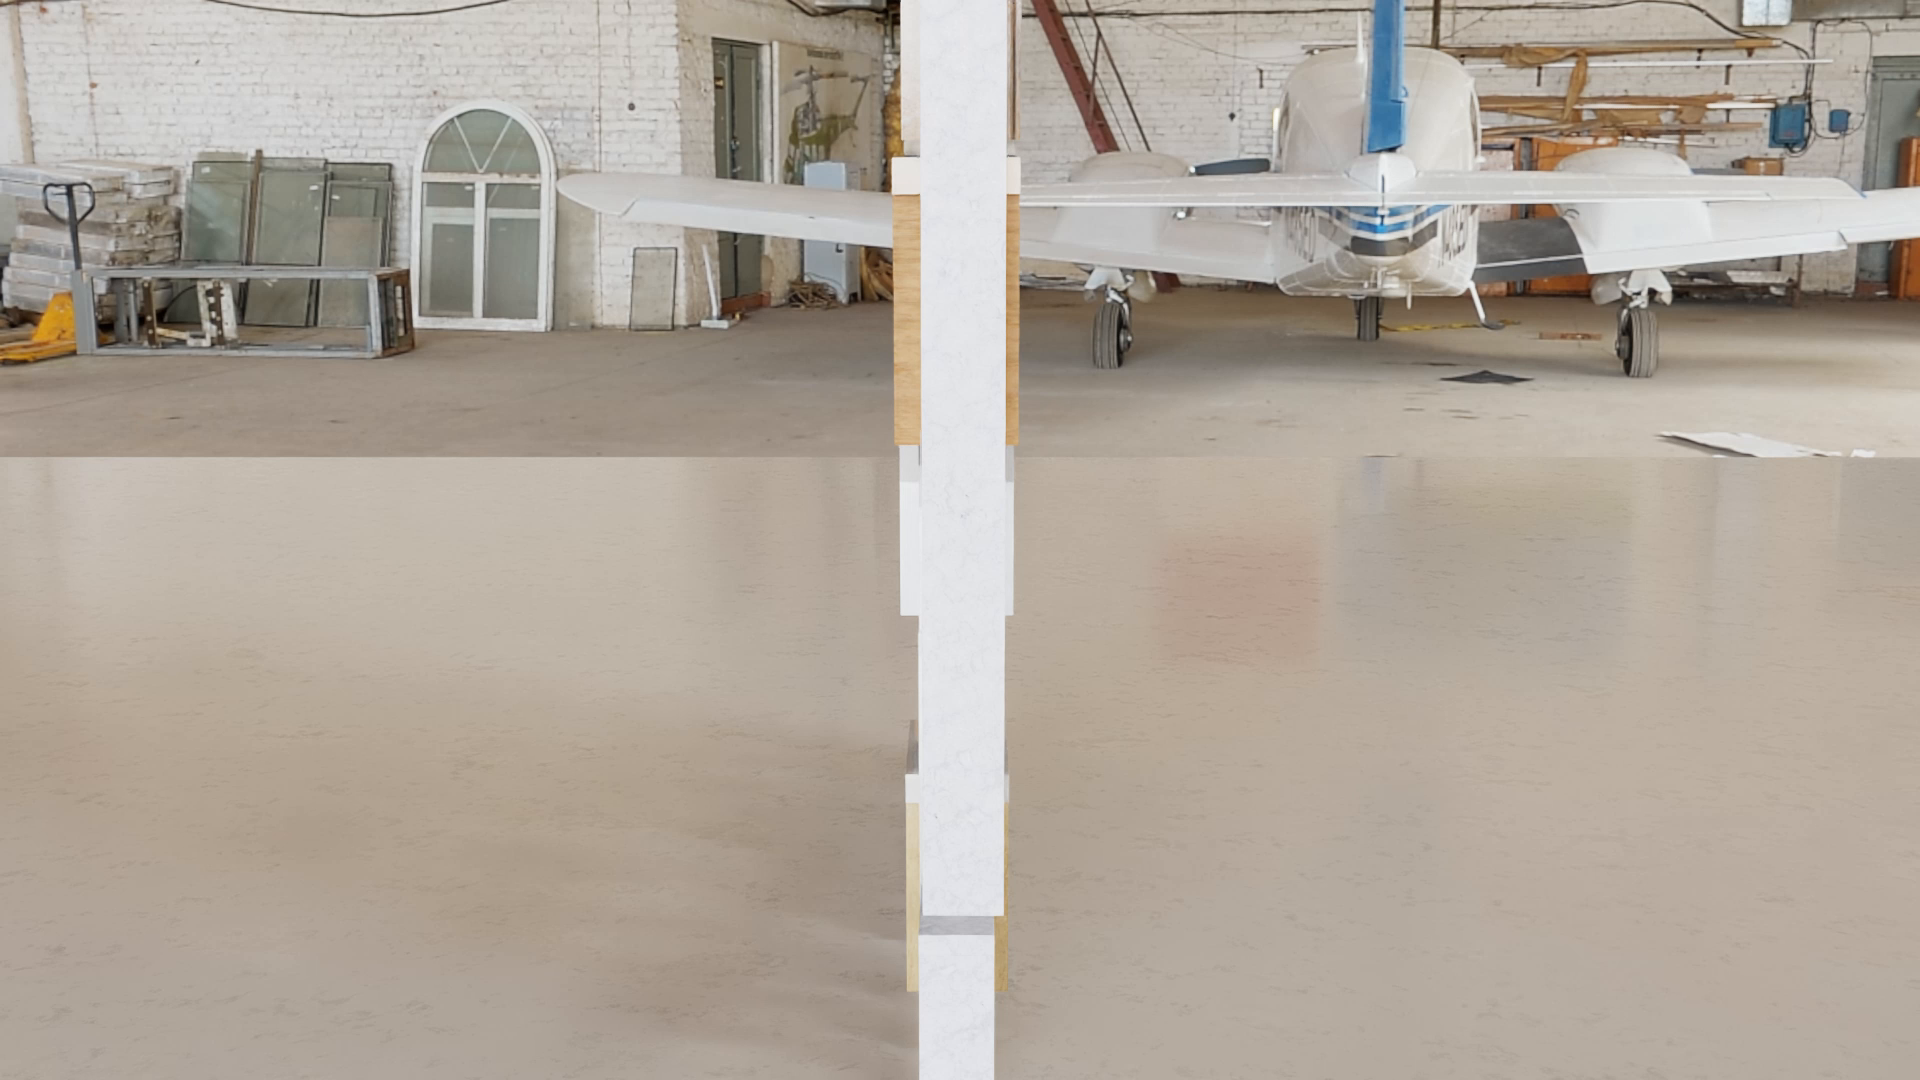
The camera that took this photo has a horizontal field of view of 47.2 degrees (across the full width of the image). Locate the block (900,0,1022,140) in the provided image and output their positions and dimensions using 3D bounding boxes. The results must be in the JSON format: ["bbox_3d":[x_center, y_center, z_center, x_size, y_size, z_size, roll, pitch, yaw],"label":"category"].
[{"bbox_3d":[0.001,-0.738,3.112,0.170,0.339,0.048,0,11,-1],"label":"block"}]

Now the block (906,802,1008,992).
[{"bbox_3d":[-0.004,0.517,3.246,0.149,0.299,0.042,0,11,0],"label":"block"}]

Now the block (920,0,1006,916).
[{"bbox_3d":[0.004,-0.096,2.828,0.107,1.207,0.030,0,11,0],"label":"block"}]

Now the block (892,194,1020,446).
[{"bbox_3d":[-0.005,-0.290,2.892,0.164,0.328,0.046,0,11,0],"label":"block"}]

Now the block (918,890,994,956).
[{"bbox_3d":[-0.004,0.509,2.952,0.099,0.028,0.197,0,11,0],"label":"block"}]

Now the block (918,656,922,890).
[{"bbox_3d":[-0.004,0.335,3.059,0.104,0.375,0.030,0,11,0],"label":"block"}]

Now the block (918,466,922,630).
[{"bbox_3d":[0.002,0.007,3.003,0.116,0.231,0.033,0,10,0],"label":"block"}]

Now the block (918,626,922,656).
[{"bbox_3d":[-0.004,0.123,3.091,0.104,0.030,0.209,0,10,0],"label":"block"}]

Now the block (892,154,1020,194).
[{"bbox_3d":[-0.005,-0.494,2.965,0.164,0.046,0.328,0,10,0],"label":"block"}]

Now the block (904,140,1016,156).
[{"bbox_3d":[-0.001,-0.727,3.345,0.170,0.447,0.048,0,10,0],"label":"block"}]

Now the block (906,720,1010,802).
[{"bbox_3d":[-0.004,0.331,3.313,0.149,0.042,0.299,0,11,0],"label":"block"}]

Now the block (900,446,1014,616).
[{"bbox_3d":[-0.005,-0.092,3.243,0.167,0.405,0.047,0,11,0],"label":"block"}]

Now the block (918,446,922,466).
[{"bbox_3d":[0.002,-0.137,3.055,0.116,0.033,0.231,0,10,0],"label":"block"}]

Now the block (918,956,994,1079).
[{"bbox_3d":[-0.004,0.631,2.908,0.099,0.197,0.028,0,11,0],"label":"block"}]
